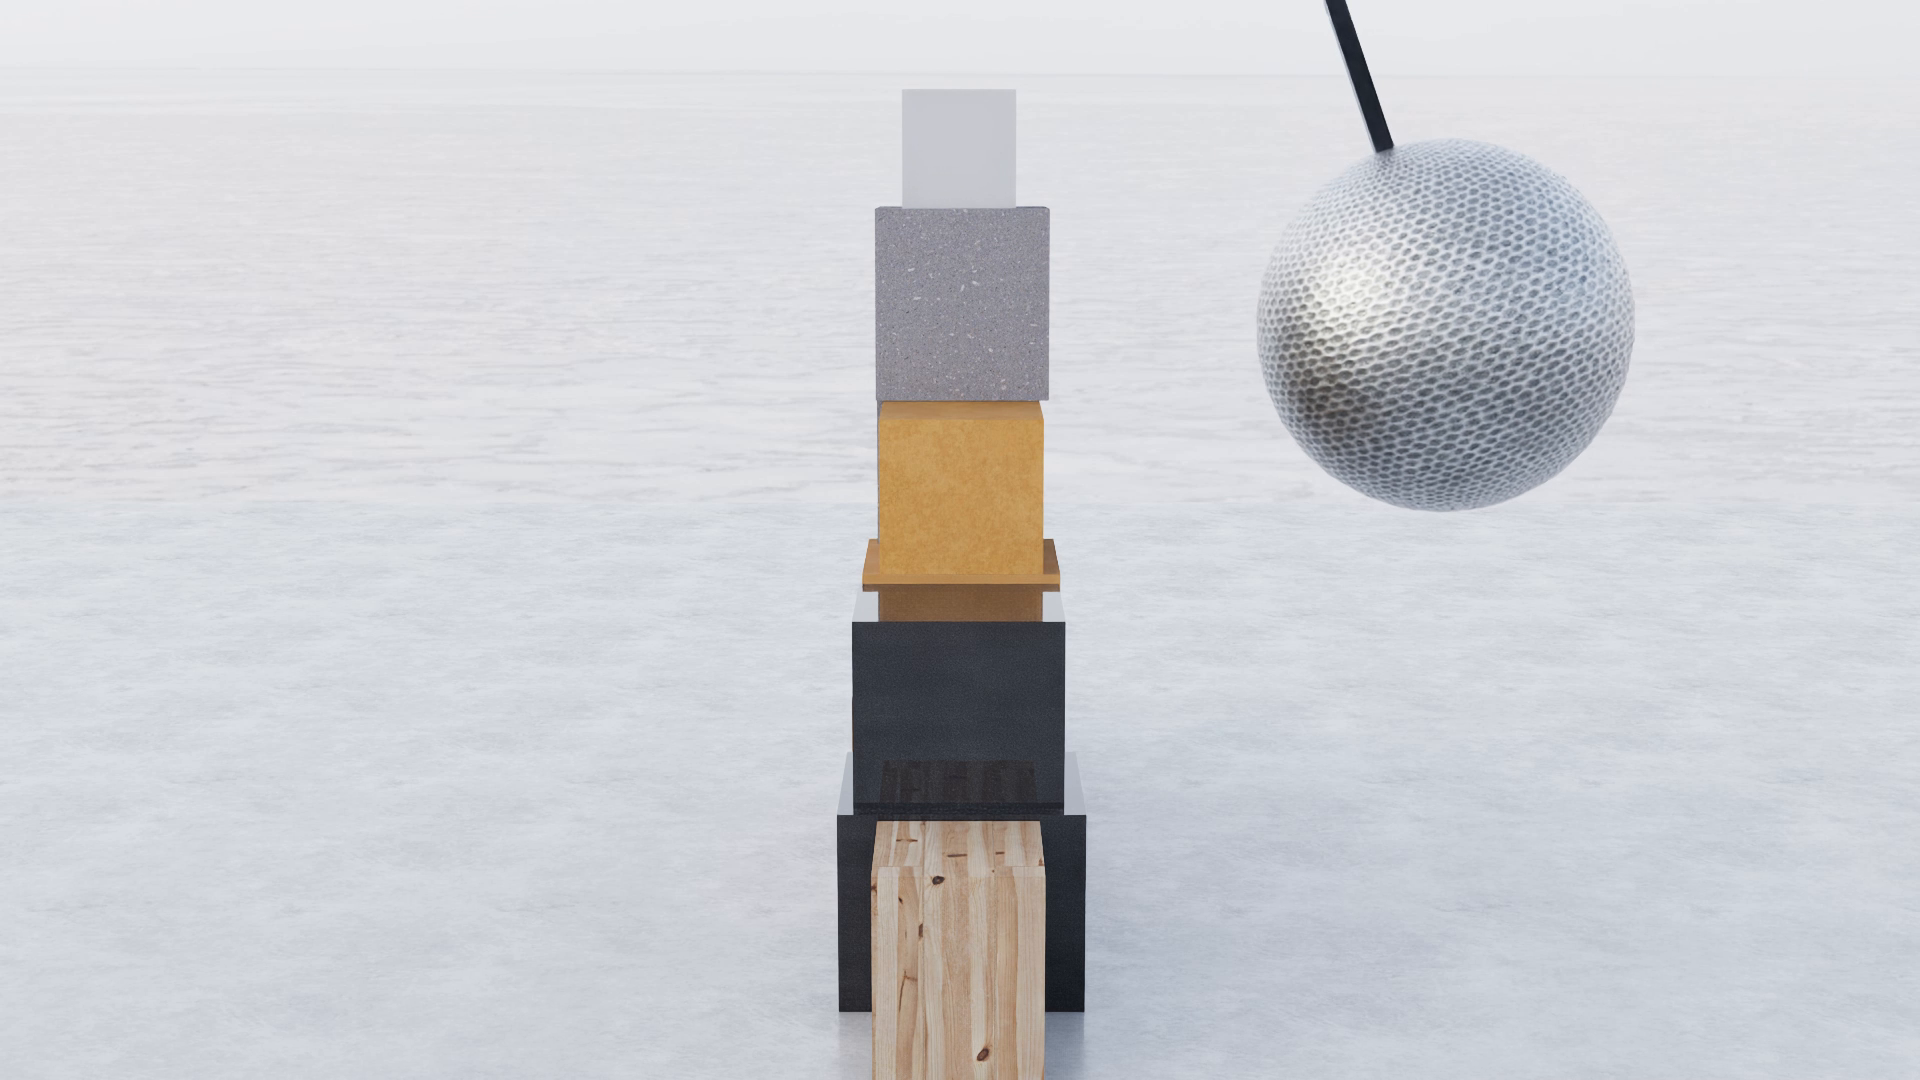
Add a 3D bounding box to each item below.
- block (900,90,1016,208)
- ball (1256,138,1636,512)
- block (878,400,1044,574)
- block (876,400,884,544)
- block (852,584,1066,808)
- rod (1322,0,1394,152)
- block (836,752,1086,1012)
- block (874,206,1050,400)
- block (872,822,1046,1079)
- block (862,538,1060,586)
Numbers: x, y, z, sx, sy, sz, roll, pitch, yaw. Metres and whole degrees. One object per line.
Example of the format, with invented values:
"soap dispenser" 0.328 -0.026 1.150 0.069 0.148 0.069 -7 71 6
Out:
"block" -0.014 -1.664 10.928 0.474 0.491 0.551 0 8 -2
"ball" 2.074 -0.918 11.013 1.600 1.600 1.600 0 10 0
"block" 0.006 -0.228 10.523 0.653 0.622 0.659 0 10 0
"block" -0.019 -0.334 11.169 0.662 0.607 0.618 0 9 0
"block" -0.005 0.593 9.955 0.795 0.721 0.719 0 10 0
"rod" 0.899 -4.057 10.443 0.080 5.200 0.080 -20 10 4
"block" 0.006 1.327 10.102 0.933 0.775 0.907 0 10 0
"block" 0.010 -1.026 11.008 0.724 0.794 0.720 0 8 0
"block" -0.006 1.481 9.315 0.607 0.753 0.676 0 10 0
"block" 0.005 0.437 10.712 0.792 0.755 0.806 0 10 0
